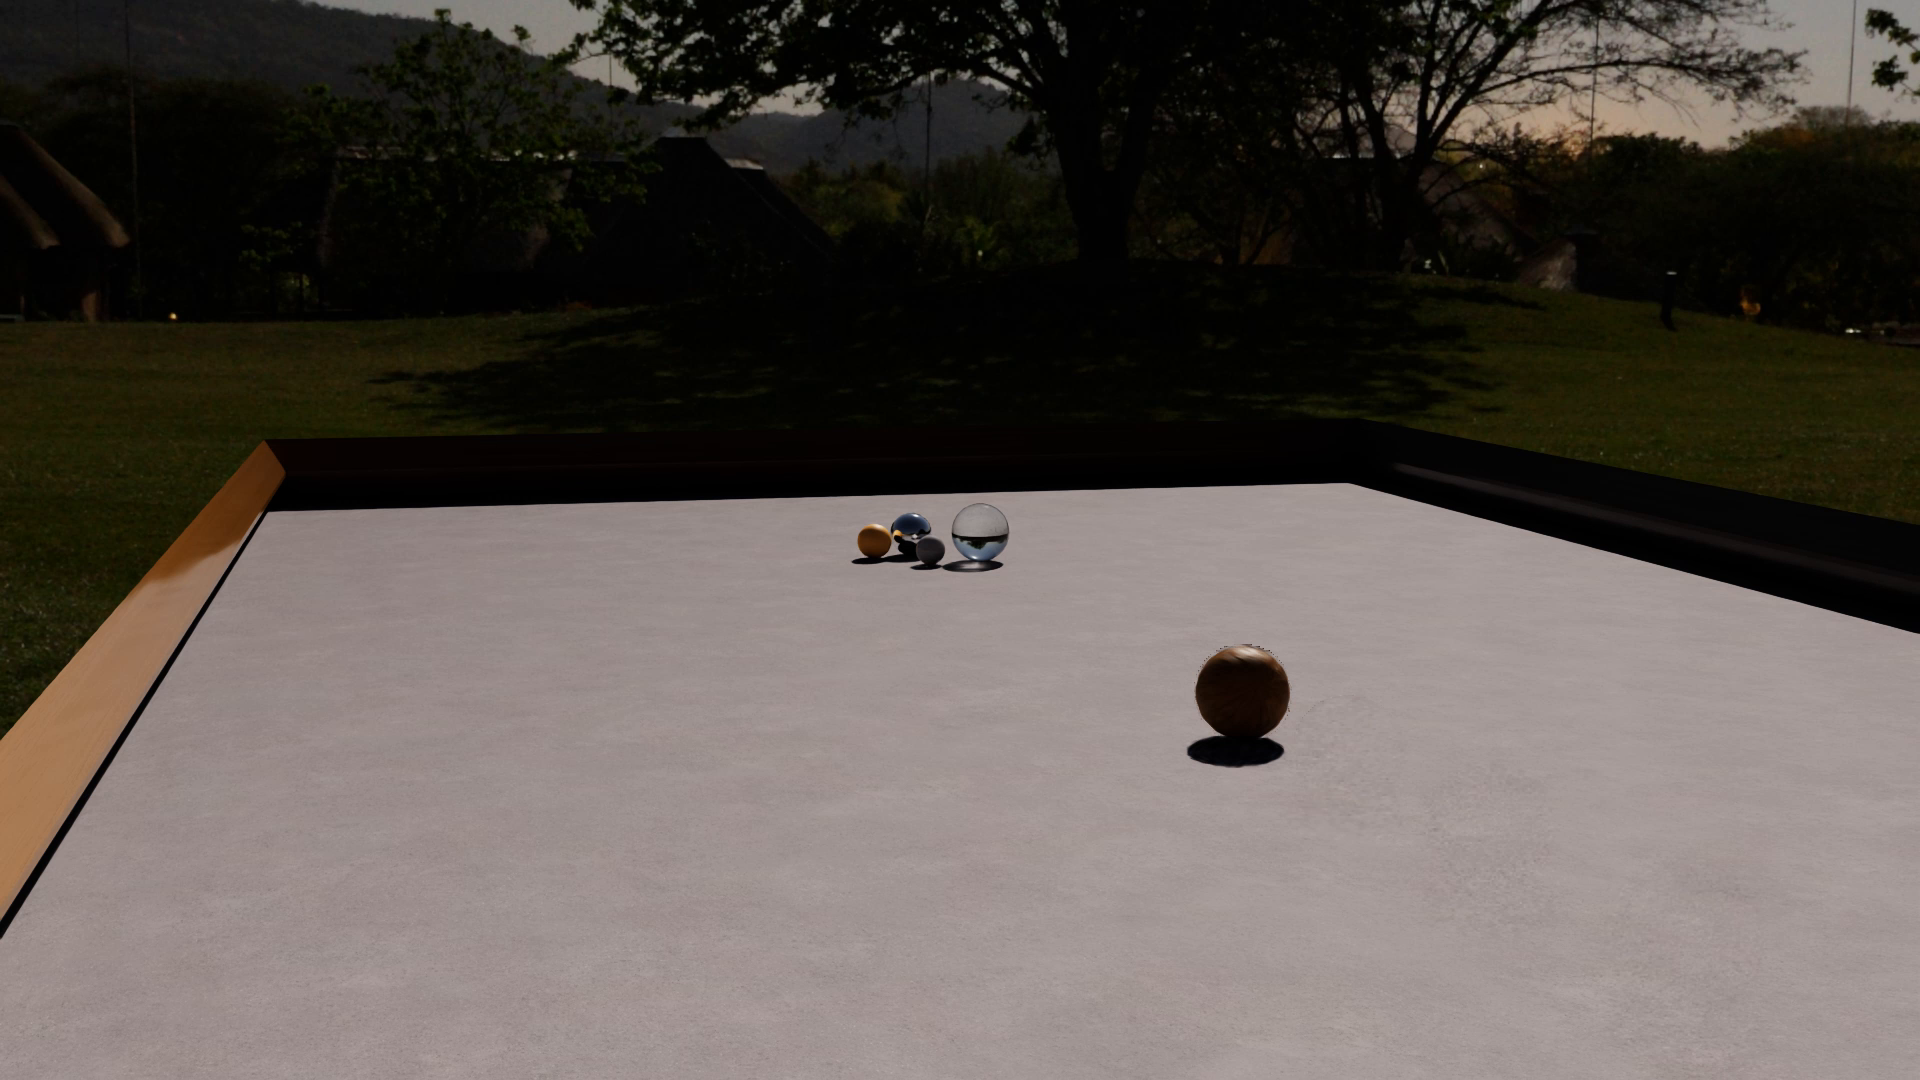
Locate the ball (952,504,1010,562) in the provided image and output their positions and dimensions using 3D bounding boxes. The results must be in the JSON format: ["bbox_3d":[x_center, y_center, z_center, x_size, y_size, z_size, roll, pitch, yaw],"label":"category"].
[{"bbox_3d":[0.034,-0.012,3.626,0.096,0.096,0.096,0,8,0],"label":"ball"}]

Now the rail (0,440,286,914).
[{"bbox_3d":[-0.875,0.147,2.322,0.045,0.129,4.352,-2,8,-13],"label":"rail"}]

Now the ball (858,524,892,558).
[{"bbox_3d":[-0.143,0.002,3.665,0.057,0.057,0.057,0,8,0],"label":"ball"}]

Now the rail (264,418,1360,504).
[{"bbox_3d":[-0.244,-0.170,4.661,2.358,0.129,0.045,-2,8,-13],"label":"rail"}]

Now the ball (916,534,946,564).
[{"bbox_3d":[-0.048,0.016,3.592,0.049,0.049,0.049,0,8,0],"label":"ball"}]

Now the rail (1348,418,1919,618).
[{"bbox_3d":[1.374,0.076,2.847,0.045,0.129,4.352,-2,8,-13],"label":"rail"}]

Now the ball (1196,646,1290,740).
[{"bbox_3d":[0.299,0.162,2.329,0.099,0.099,0.099,0,8,0],"label":"ball"}]

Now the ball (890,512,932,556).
[{"bbox_3d":[-0.082,-0.010,3.701,0.071,0.071,0.071,0,8,0],"label":"ball"}]
